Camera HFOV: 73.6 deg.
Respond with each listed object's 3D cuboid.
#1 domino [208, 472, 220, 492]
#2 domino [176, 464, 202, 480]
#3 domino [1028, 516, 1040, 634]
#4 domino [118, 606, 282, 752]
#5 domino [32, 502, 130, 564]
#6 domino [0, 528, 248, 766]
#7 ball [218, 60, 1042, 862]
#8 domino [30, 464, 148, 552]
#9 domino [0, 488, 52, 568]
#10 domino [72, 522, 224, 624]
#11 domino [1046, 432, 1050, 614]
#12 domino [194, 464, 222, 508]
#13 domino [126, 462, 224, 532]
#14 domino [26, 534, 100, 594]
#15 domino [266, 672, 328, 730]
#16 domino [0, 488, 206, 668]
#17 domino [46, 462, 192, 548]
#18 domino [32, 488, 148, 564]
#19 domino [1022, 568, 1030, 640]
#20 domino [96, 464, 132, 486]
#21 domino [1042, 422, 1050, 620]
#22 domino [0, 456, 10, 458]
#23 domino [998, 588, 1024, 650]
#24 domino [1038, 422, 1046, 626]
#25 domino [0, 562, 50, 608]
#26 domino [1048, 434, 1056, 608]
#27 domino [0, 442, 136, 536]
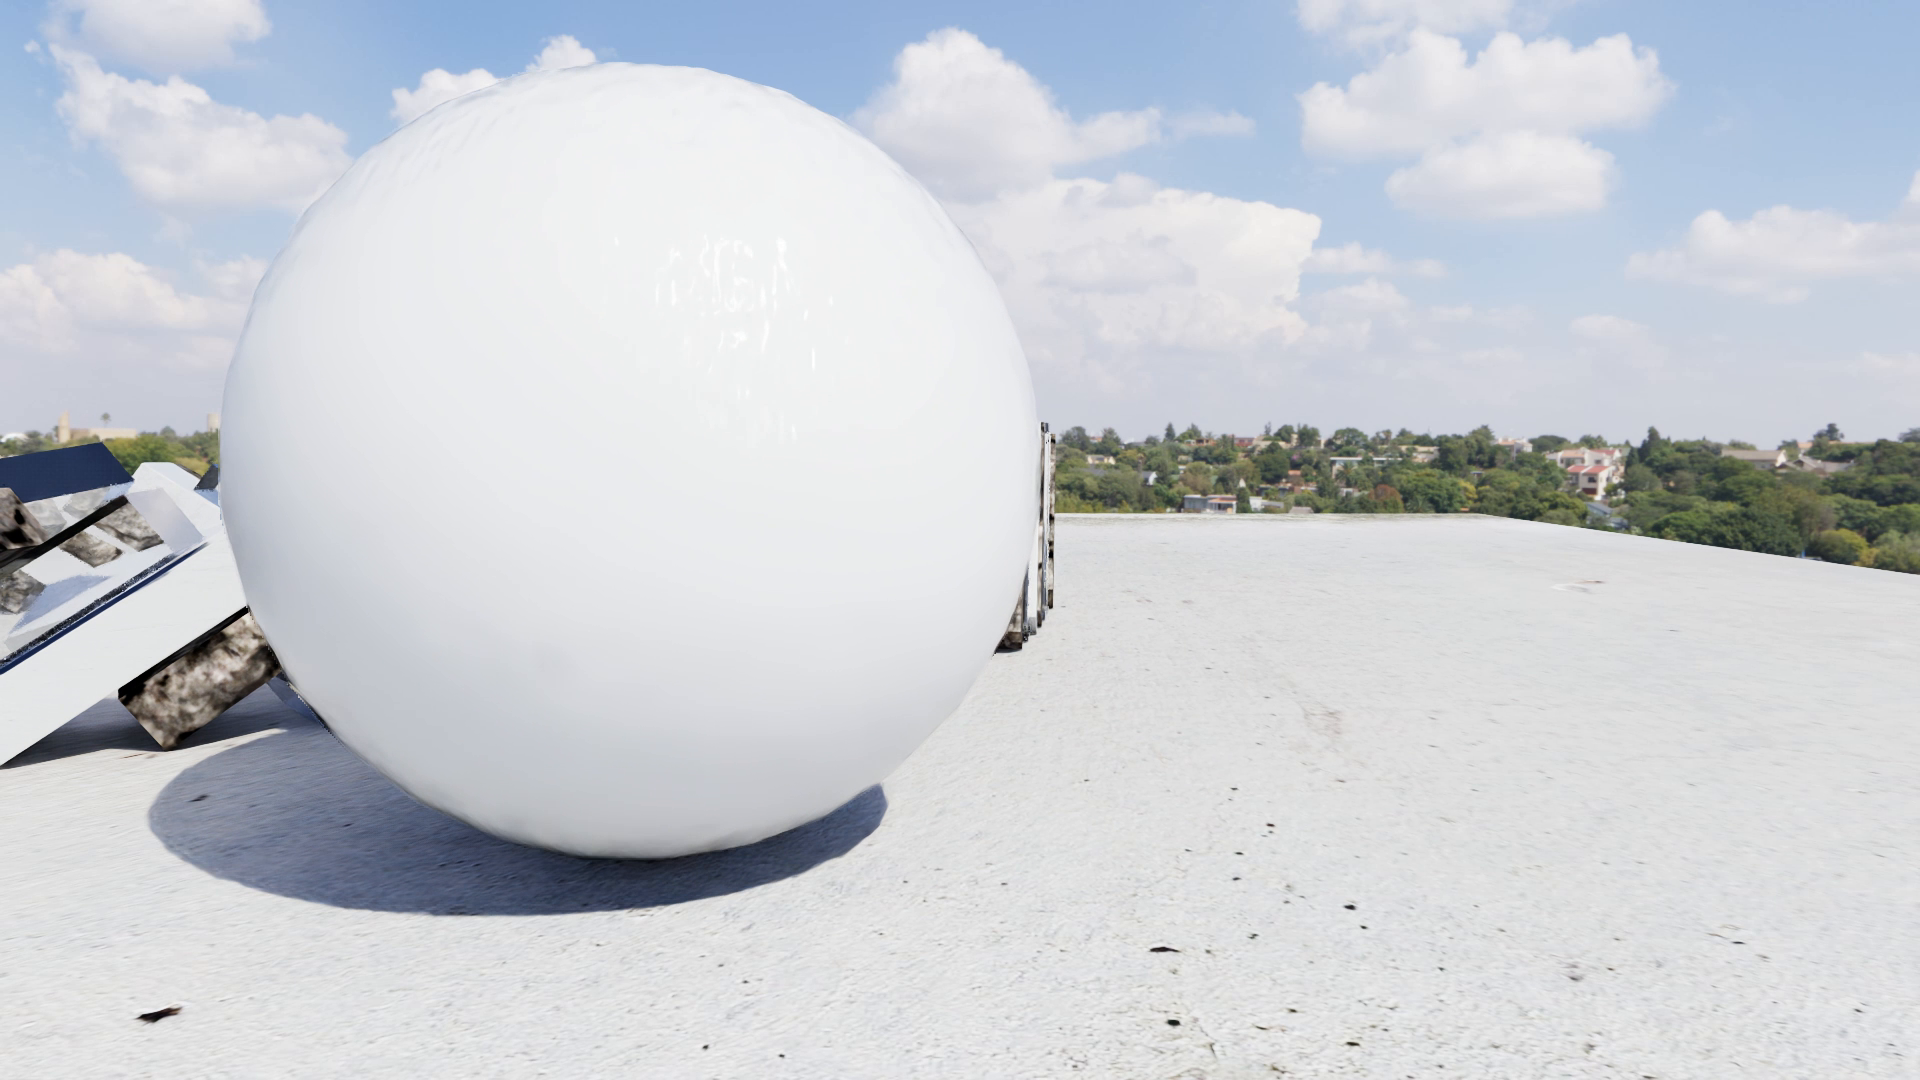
[{"bbox_3d":[-0.240,-0.010,0.460,0.050,0.009,0.025,33,-5,-14],"label":"domino"},{"bbox_3d":[-0.256,-0.009,0.453,0.050,0.009,0.025,33,-7,-18],"label":"domino"},{"bbox_3d":[0.006,-0.004,0.296,0.025,0.050,0.010,0,-26,5],"label":"domino"},{"bbox_3d":[-0.102,0.010,0.197,0.050,0.010,0.025,-41,24,-24],"label":"domino"},{"bbox_3d":[-0.300,-0.006,0.416,0.025,0.009,0.050,5,-27,47],"label":"domino"},{"bbox_3d":[-0.116,0.011,0.185,0.050,0.010,0.025,-39,20,-20],"label":"domino"},{"bbox_3d":[-0.031,-0.008,0.134,0.080,0.080,0.080,0,4,0],"label":"ball"},{"bbox_3d":[-0.287,-0.008,0.431,0.050,0.010,0.025,37,-16,-29],"label":"domino"},{"bbox_3d":[-0.149,0.012,0.166,0.050,0.009,0.025,-36,10,-6],"label":"domino"},{"bbox_3d":[-0.149,0.007,0.249,0.050,0.009,0.025,-21,27,-10],"label":"domino"},{"bbox_3d":[0.010,-0.005,0.332,0.025,0.050,0.009,0,-33,5],"label":"domino"},{"bbox_3d":[-0.201,-0.005,0.388,0.050,0.009,0.025,35,-1,-9],"label":"domino"},{"bbox_3d":[-0.219,-0.005,0.382,0.050,0.009,0.025,36,-6,-14],"label":"domino"},{"bbox_3d":[-0.253,-0.001,0.337,0.025,0.010,0.050,3,-31,33],"label":"domino"},{"bbox_3d":[-0.088,0.009,0.210,0.025,0.010,0.050,6,41,48],"label":"domino"},{"bbox_3d":[-0.132,0.011,0.175,0.050,0.010,0.025,-37,16,-15],"label":"domino"},{"bbox_3d":[-0.234,-0.004,0.371,0.050,0.010,0.025,38,-14,-24],"label":"domino"},{"bbox_3d":[-0.245,-0.002,0.354,0.025,0.010,0.050,4,-30,43],"label":"domino"},{"bbox_3d":[0.003,-0.003,0.285,0.025,0.050,0.010,0,-26,5],"label":"domino"},{"bbox_3d":[-0.273,-0.008,0.443,0.050,0.009,0.025,35,-12,-25],"label":"domino"},{"bbox_3d":[0.009,-0.005,0.318,0.025,0.050,0.010,0,-26,5],"label":"domino"},{"bbox_3d":[-0.194,0.005,0.235,0.050,0.009,0.025,-41,-10,24],"label":"domino"},{"bbox_3d":[0.001,-0.002,0.274,0.025,0.050,0.010,0,-26,5],"label":"domino"},{"bbox_3d":[0.007,-0.004,0.307,0.025,0.050,0.009,0,-26,5],"label":"domino"},{"bbox_3d":[-0.259,0.000,0.319,0.025,0.009,0.050,1,-32,24],"label":"domino"},{"bbox_3d":[0.013,-0.006,0.343,0.025,0.050,0.009,0,-33,5],"label":"domino"},{"bbox_3d":[-0.175,0.004,0.232,0.050,0.009,0.025,-41,-1,21],"label":"domino"}]
